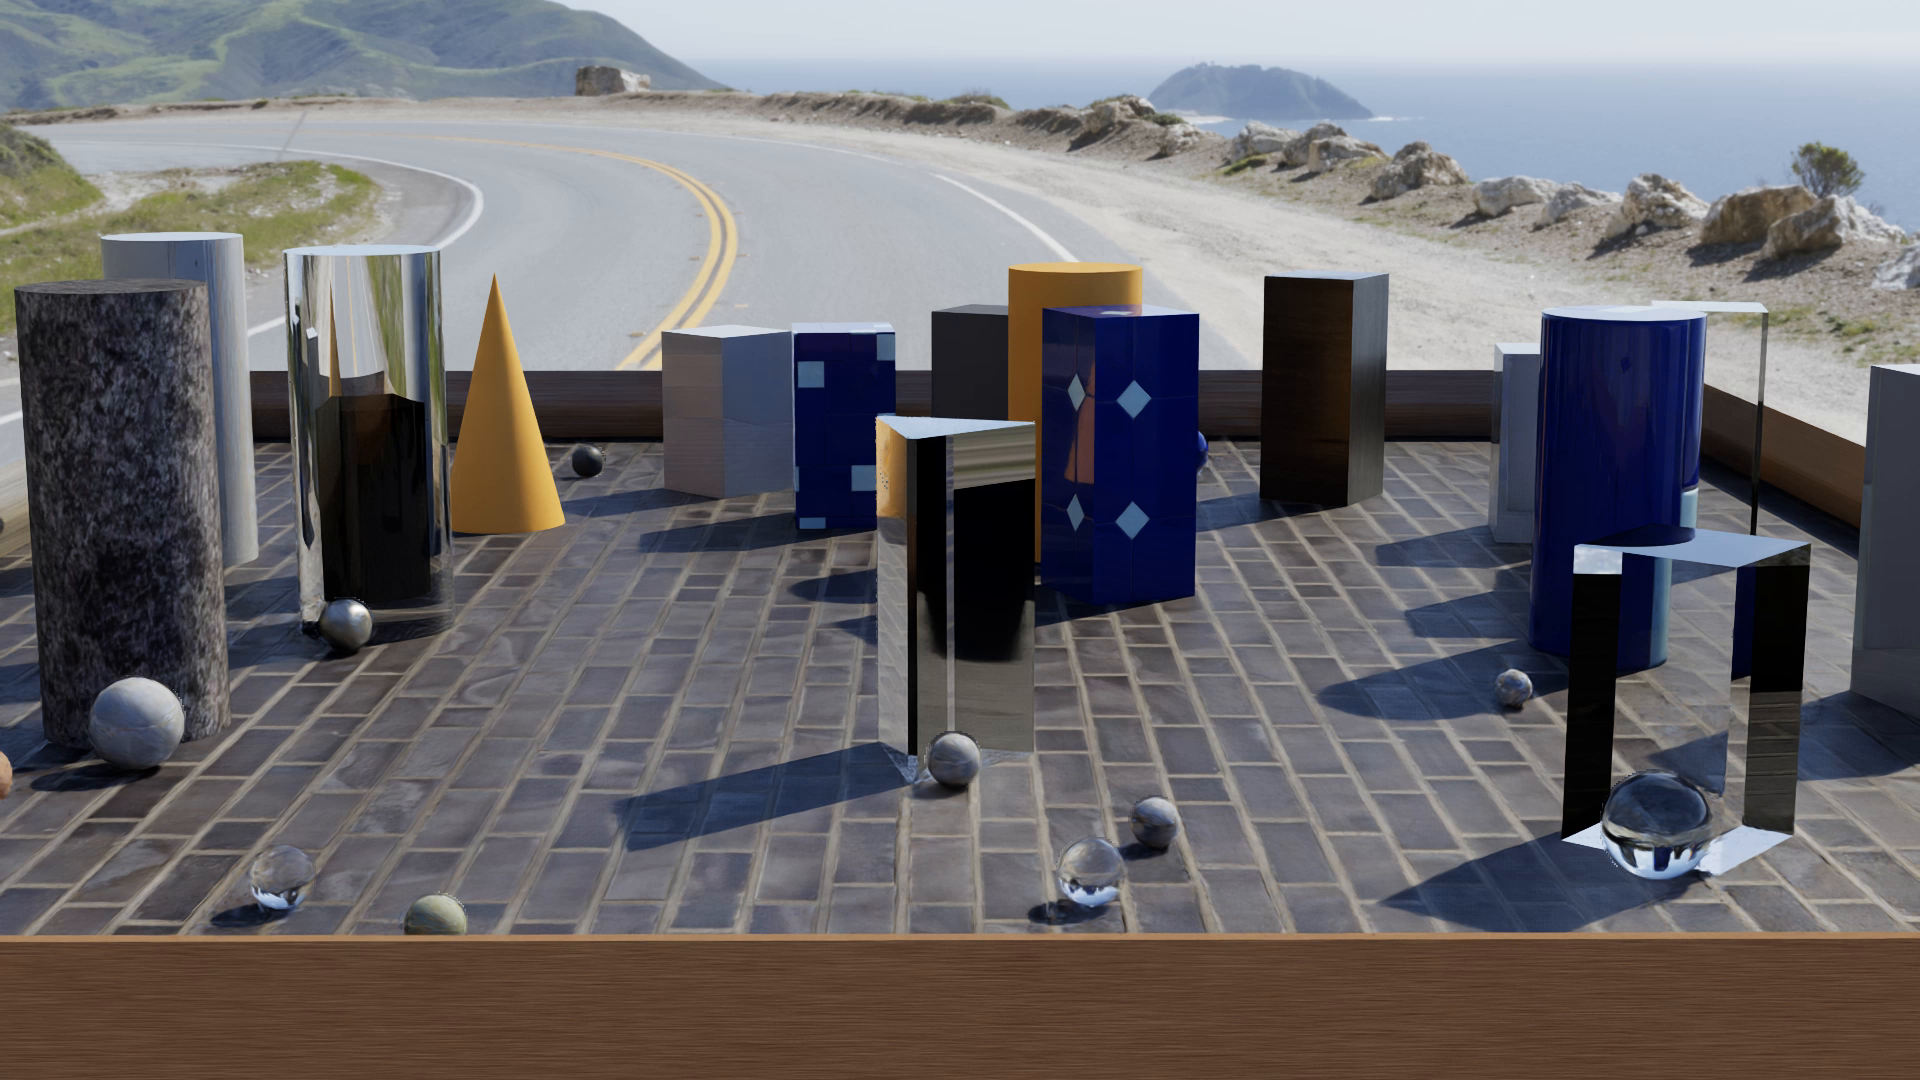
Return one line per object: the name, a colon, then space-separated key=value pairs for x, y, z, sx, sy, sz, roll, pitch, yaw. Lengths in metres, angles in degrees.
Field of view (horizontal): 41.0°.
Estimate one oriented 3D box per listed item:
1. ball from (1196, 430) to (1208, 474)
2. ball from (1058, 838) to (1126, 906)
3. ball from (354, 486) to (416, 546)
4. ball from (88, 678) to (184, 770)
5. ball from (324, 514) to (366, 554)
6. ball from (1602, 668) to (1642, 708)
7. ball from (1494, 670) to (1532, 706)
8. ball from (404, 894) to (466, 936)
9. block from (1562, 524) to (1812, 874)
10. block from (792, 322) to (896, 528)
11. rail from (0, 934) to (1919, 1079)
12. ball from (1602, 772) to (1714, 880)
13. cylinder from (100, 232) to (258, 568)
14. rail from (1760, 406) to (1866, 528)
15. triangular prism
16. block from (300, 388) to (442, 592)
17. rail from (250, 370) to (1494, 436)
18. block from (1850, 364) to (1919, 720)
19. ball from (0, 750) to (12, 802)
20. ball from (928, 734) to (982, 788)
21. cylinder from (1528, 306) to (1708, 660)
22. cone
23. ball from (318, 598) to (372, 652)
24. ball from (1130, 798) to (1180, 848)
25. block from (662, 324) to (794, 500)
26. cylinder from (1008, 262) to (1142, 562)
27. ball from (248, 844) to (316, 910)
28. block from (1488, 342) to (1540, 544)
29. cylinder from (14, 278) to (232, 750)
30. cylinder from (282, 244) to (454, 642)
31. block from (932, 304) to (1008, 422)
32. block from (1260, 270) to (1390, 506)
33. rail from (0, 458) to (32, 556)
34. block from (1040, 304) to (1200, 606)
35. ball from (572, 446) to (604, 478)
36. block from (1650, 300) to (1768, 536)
ball: x=0.396 y=-0.157 z=4.578 sx=0.096 sy=0.096 sz=0.096 roll=0 pitch=10 yaw=0
ball: x=0.116 y=0.292 z=2.252 sx=0.060 sy=0.060 sz=0.060 roll=0 pitch=10 yaw=0
ball: x=-0.882 y=-0.037 z=3.931 sx=0.094 sy=0.094 sz=0.094 roll=0 pitch=10 yaw=0
ball: x=-0.862 y=0.192 z=2.684 sx=0.097 sy=0.097 sz=0.097 roll=0 pitch=10 yaw=0
ball: x=-0.928 y=-0.009 z=3.874 sx=0.061 sy=0.061 sz=0.061 roll=0 pitch=10 yaw=0
ball: x=0.760 y=0.170 z=2.947 sx=0.045 sy=0.045 sz=0.045 roll=0 pitch=10 yaw=0
ball: x=0.637 y=0.171 z=2.952 sx=0.043 sy=0.043 sz=0.043 roll=0 pitch=10 yaw=0
ball: x=-0.435 y=0.319 z=2.125 sx=0.051 sy=0.051 sz=0.051 roll=0 pitch=10 yaw=0
block: x=0.686 y=0.144 z=2.426 sx=0.160 sy=0.286 sz=0.160 roll=9 pitch=14 yaw=40
block: x=-0.189 y=-0.187 z=4.145 sx=0.160 sy=0.313 sz=0.160 roll=-1 pitch=11 yaw=-5
rail: x=0.010 y=0.335 z=1.817 sx=2.880 sy=0.130 sz=0.045 roll=0 pitch=10 yaw=0
ball: x=0.631 y=0.259 z=2.322 sx=0.098 sy=0.098 sz=0.098 roll=0 pitch=10 yaw=0
cylinder: x=-1.153 y=-0.208 z=3.799 sx=0.200 sy=0.480 sz=0.200 roll=0 pitch=10 yaw=0
rail: x=1.416 y=0.032 z=3.457 sx=0.045 sy=0.130 sz=3.365 roll=0 pitch=10 yaw=0
triangular prism: x=-0.036 y=0.054 z=2.719 sx=0.173 sy=0.358 sz=0.150 roll=-9 pitch=14 yaw=-42
block: x=-0.835 y=-0.072 z=3.651 sx=0.160 sy=0.266 sz=0.160 roll=0 pitch=10 yaw=-3
rail: x=-0.010 y=-0.268 z=5.080 sx=2.880 sy=0.130 sz=0.045 roll=0 pitch=10 yaw=0
block: x=1.148 y=-0.001 z=2.939 sx=0.160 sy=0.385 sz=0.160 roll=-2 pitch=11 yaw=-12
ball: x=-0.972 y=0.234 z=2.533 sx=0.070 sy=0.070 sz=0.070 roll=0 pitch=10 yaw=0
ball: x=-0.006 y=0.225 z=2.622 sx=0.055 sy=0.055 sz=0.055 roll=0 pitch=10 yaw=0
cylinder: x=0.824 y=-0.074 z=3.223 sx=0.200 sy=0.424 sz=0.200 roll=0 pitch=10 yaw=0
cone: x=-0.738 y=-0.227 z=4.106 sx=0.200 sy=0.405 sz=0.200 roll=0 pitch=10 yaw=0
ball: x=-0.773 y=0.107 z=3.226 sx=0.066 sy=0.066 sz=0.066 roll=0 pitch=10 yaw=0
ball: x=0.185 y=0.267 z=2.420 sx=0.047 sy=0.047 sz=0.047 roll=0 pitch=10 yaw=0
block: x=-0.402 y=-0.225 z=4.453 sx=0.160 sy=0.276 sz=0.160 roll=10 pitch=14 yaw=43
cylinder: x=0.172 y=-0.194 z=3.855 sx=0.200 sy=0.431 sz=0.200 roll=0 pitch=10 yaw=0
ball: x=-0.593 y=0.295 z=2.243 sx=0.056 sy=0.056 sz=0.056 roll=0 pitch=10 yaw=0
block: x=0.919 y=-0.153 z=4.014 sx=0.160 sy=0.293 sz=0.160 roll=1 pitch=11 yaw=7
cylinder: x=-0.917 y=-0.033 z=2.819 sx=0.200 sy=0.492 sz=0.200 roll=0 pitch=10 yaw=0
cylinder: x=-0.766 y=-0.129 z=3.333 sx=0.200 sy=0.494 sz=0.200 roll=0 pitch=10 yaw=0
block: x=0.057 y=-0.262 z=4.585 sx=0.160 sy=0.300 sz=0.160 roll=5 pitch=12 yaw=26
block: x=0.620 y=-0.262 z=4.369 sx=0.160 sy=0.379 sz=0.160 roll=6 pitch=12 yaw=30
rail: x=-1.416 y=0.035 z=3.441 sx=0.045 sy=0.130 sz=3.365 roll=0 pitch=10 yaw=0
block: x=0.221 y=-0.123 z=3.575 sx=0.160 sy=0.393 sz=0.160 roll=-5 pitch=11 yaw=-24
ball: x=-0.666 y=-0.140 z=4.592 sx=0.058 sy=0.058 sz=0.058 roll=0 pitch=10 yaw=0
block: x=1.116 y=-0.165 z=3.860 sx=0.160 sy=0.373 sz=0.160 roll=2 pitch=11 yaw=13
